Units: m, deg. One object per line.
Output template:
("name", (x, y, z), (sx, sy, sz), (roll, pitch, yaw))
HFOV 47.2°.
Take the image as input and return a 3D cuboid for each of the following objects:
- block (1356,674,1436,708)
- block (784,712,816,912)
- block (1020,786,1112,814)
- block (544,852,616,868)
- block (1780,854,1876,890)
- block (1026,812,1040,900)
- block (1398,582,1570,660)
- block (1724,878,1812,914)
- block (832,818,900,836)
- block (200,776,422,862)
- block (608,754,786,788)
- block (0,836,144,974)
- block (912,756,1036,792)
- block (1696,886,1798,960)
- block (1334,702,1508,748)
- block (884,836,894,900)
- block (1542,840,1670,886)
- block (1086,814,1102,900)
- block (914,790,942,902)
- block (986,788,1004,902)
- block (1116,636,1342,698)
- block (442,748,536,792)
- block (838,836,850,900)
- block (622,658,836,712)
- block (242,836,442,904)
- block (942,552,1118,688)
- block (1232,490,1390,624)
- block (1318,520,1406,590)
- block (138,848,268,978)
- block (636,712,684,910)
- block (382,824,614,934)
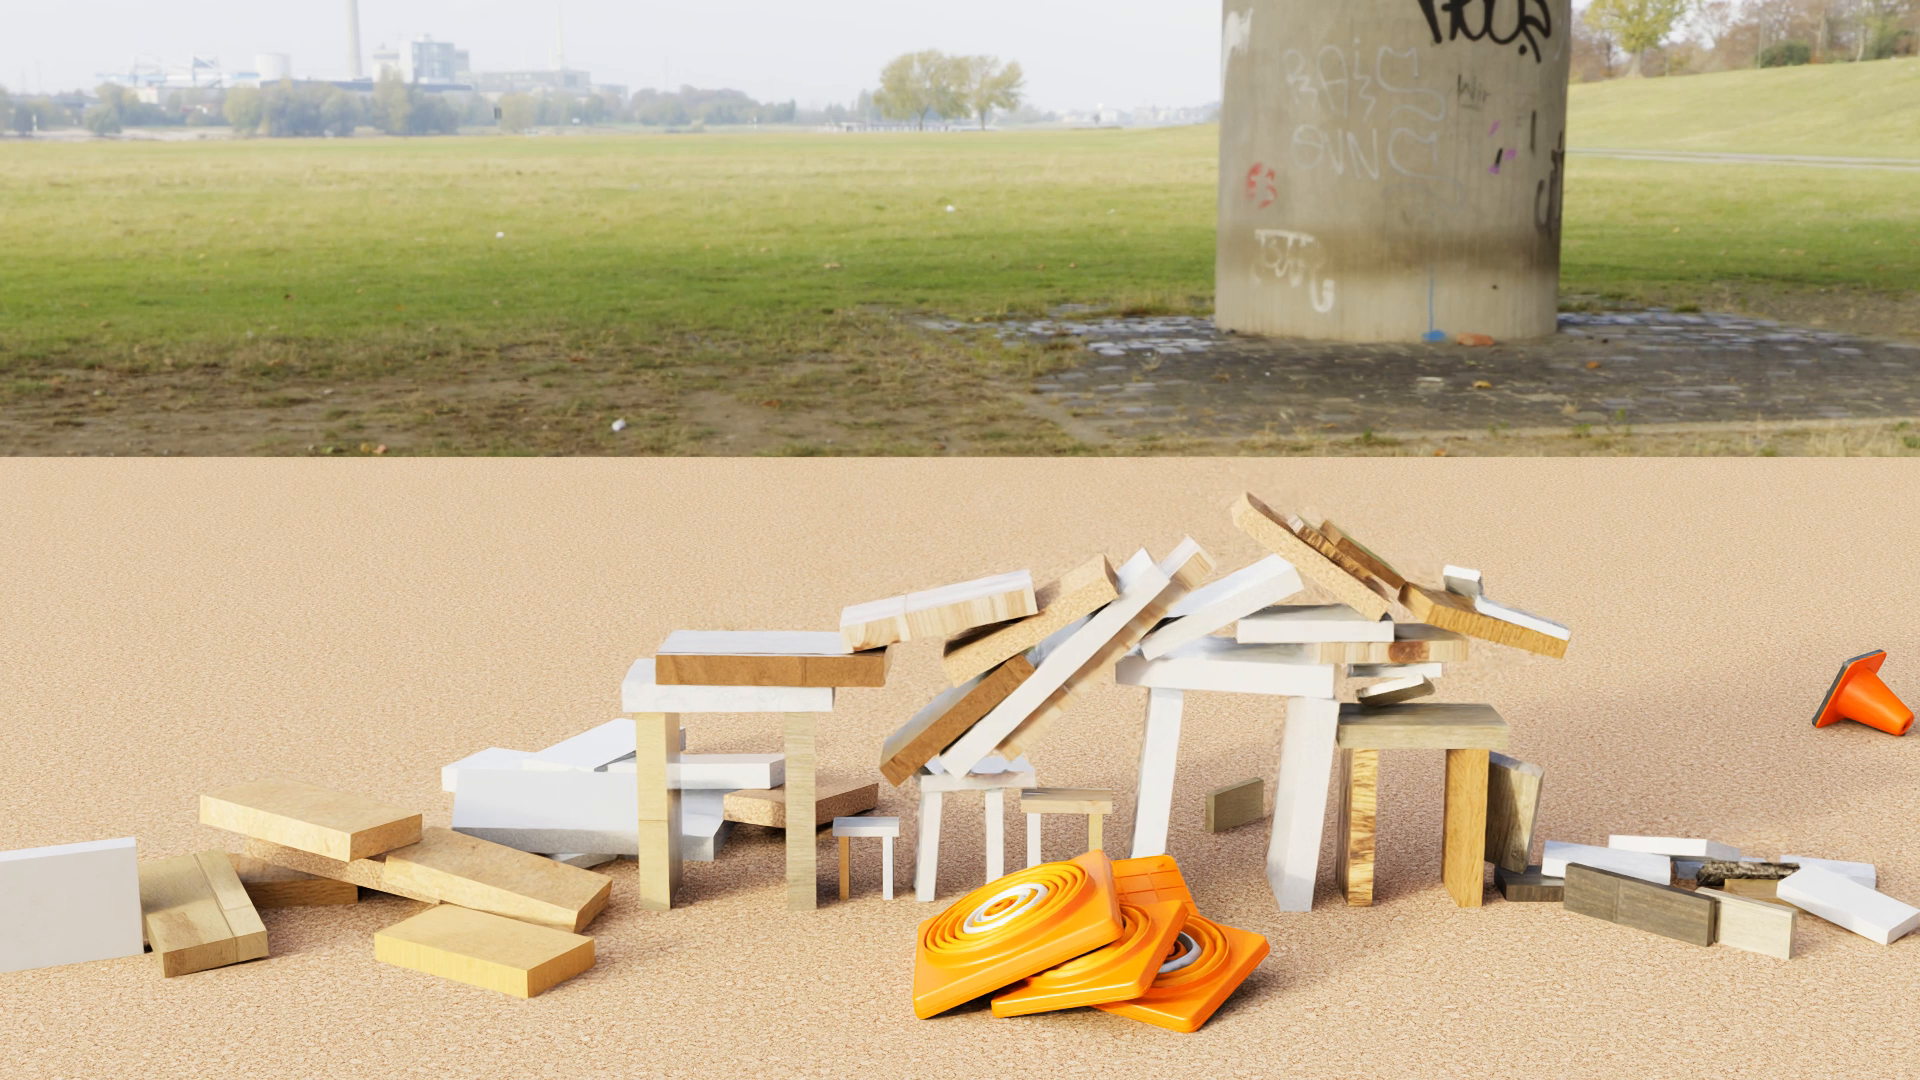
("block", (0.710, 0.248, 3.589), (0.114, 0.016, 0.057), (-16, -29, 26))
("block", (-0.264, 0.425, 3.638), (0.048, 0.336, 0.168), (-1, 11, -4))
("block", (0.176, 0.431, 3.646), (0.149, 0.021, 0.075), (1, 11, 3))
("block", (-0.695, 0.502, 3.843), (0.103, 0.029, 0.207), (-13, 34, -34))
("block", (1.476, 0.565, 3.743), (0.149, 0.021, 0.075), (4, 11, 20))
("block", (0.122, 0.516, 3.657), (0.021, 0.149, 0.075), (-1, 11, 0))
("block", (0.847, 0.129, 3.567), (0.248, 0.035, 0.124), (14, 13, -14))
("block", (1.368, 0.586, 3.615), (0.192, 0.027, 0.096), (0, 11, 3))
("block", (-0.155, 0.476, 3.647), (0.109, 0.015, 0.054), (0, 11, 0))
("block", (-1.056, 0.452, 3.577), (0.326, 0.046, 0.163), (9, 9, 28))
("block", (-0.477, 0.431, 4.100), (0.316, 0.045, 0.158), (-2, 1, 15))
("block", (-1.432, 0.562, 3.340), (0.349, 0.175, 0.049), (-4, 11, -22))
("block", (0.021, 0.387, 3.645), (0.189, 0.027, 0.095), (-2, 10, -12))
("block", (1.221, 0.596, 3.425), (0.153, 0.077, 0.022), (9, 14, 41))
("block", (0.749, 0.305, 3.612), (0.271, 0.038, 0.135), (0, 11, 1))
("block", (-0.119, 0.537, 3.658), (0.015, 0.109, 0.054), (0, 11, 0))
("block", (1.080, 0.543, 3.678), (0.203, 0.029, 0.101), (6, 11, 16))
("block", (0.223, 0.516, 3.657), (0.021, 0.149, 0.075), (0, 11, 0))
("block", (-0.054, 0.495, 3.656), (0.027, 0.189, 0.094), (4, 10, -6))
("block", (0.059, 0.496, 3.654), (0.027, 0.189, 0.095), (0, 11, 2))
("block", (0.449, 0.205, 3.653), (0.353, 0.050, 0.176), (3, 11, 14))
("block", (-0.820, 0.460, 4.247), (0.319, 0.045, 0.160), (5, 11, 24))
("block", (-0.192, 0.537, 3.658), (0.015, 0.109, 0.054), (0, 11, 0))
("block", (-0.373, 0.237, 3.602), (0.336, 0.048, 0.168), (0, 11, -1))
("block", (-1.004, 0.521, 3.657), (0.326, 0.046, 0.163), (15, 8, -3))
("block", (0.115, 0.129, 3.583), (0.302, 0.043, 0.151), (-30, 10, 9))
("block", (0.567, 0.026, 3.565), (0.278, 0.039, 0.139), (35, 12, -2))
("block", (0.647, 0.024, 3.540), (0.144, 0.020, 0.072), (33, 12, -24))
("block", (-1.202, 0.582, 3.454), (0.153, 0.043, 0.305), (-9, 22, -28))
("block", (-0.497, 0.424, 3.642), (0.048, 0.336, 0.168), (0, 11, 1))
("block", (-0.746, 0.550, 3.561), (0.326, 0.046, 0.163), (15, 13, 8))
